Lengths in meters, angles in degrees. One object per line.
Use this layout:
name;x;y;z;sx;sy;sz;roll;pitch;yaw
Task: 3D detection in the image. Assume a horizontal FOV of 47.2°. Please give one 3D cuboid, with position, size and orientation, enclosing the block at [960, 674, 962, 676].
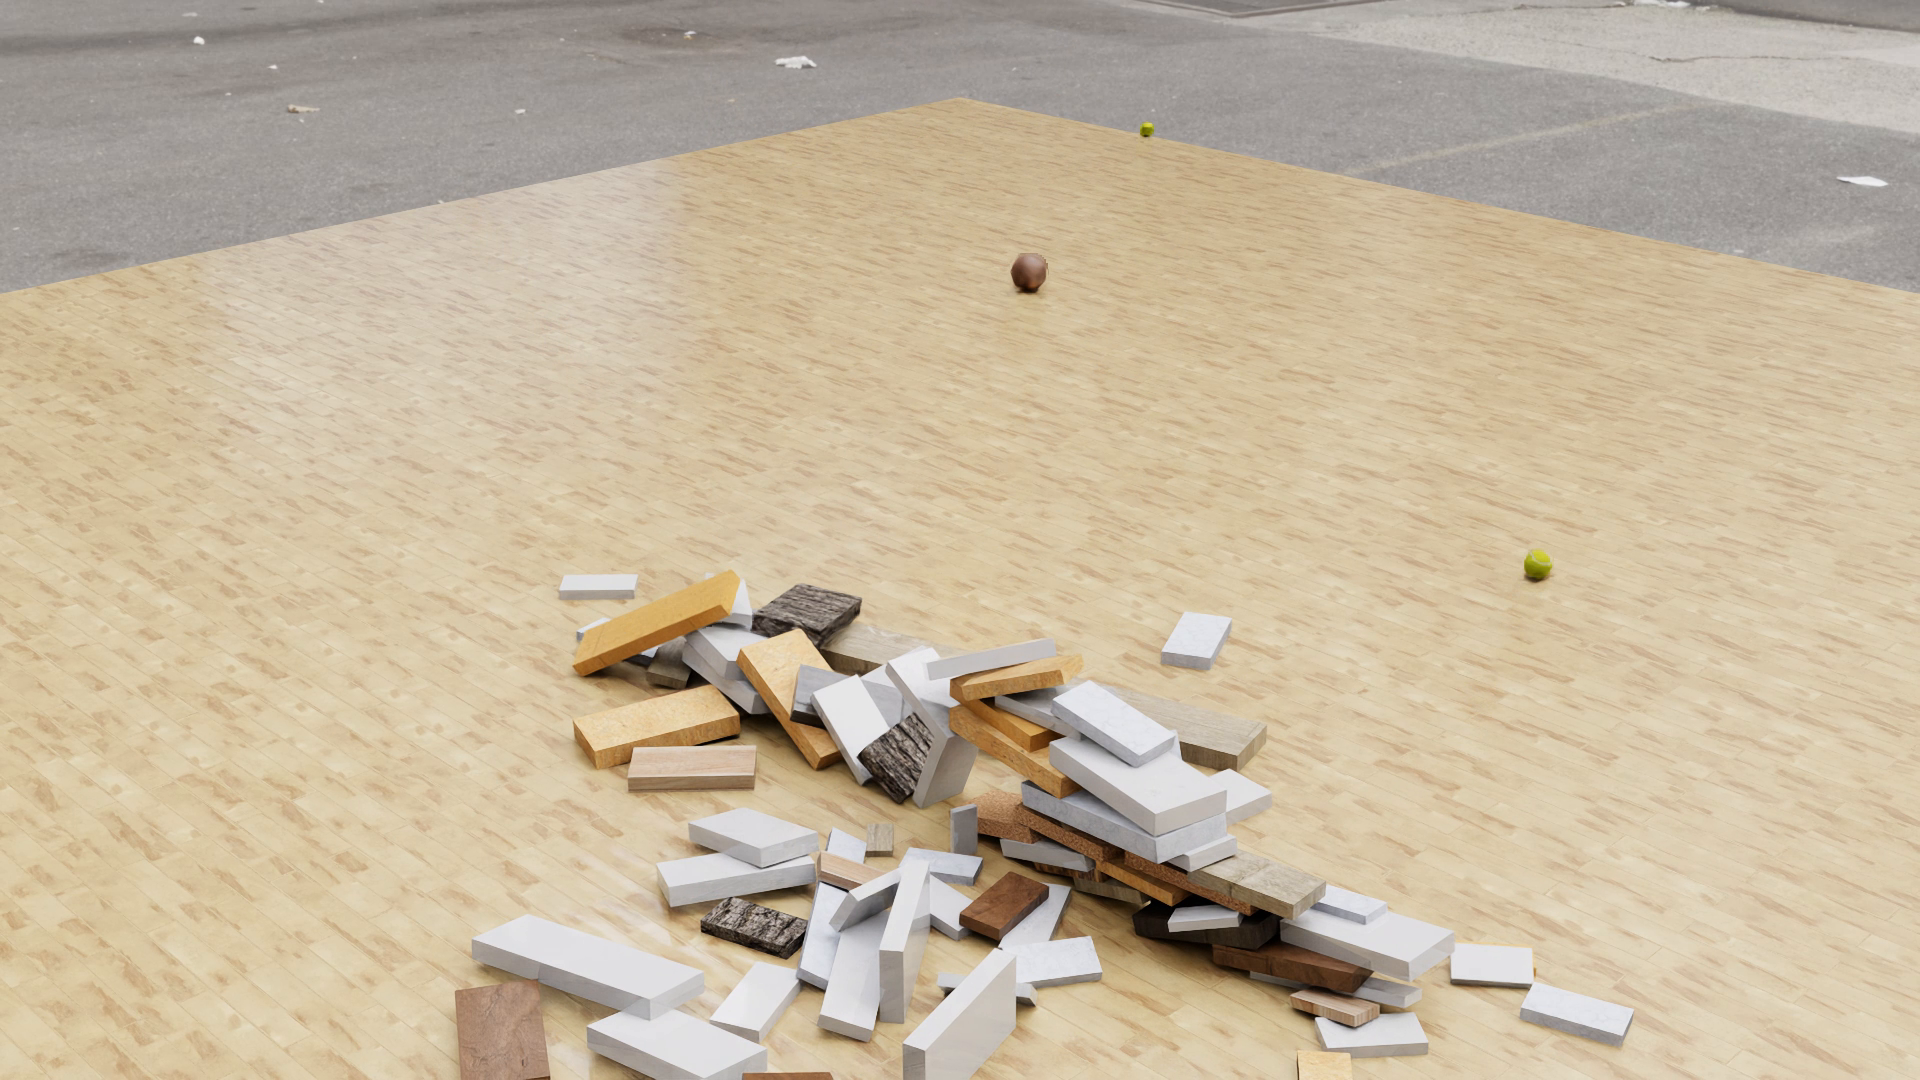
block;0.030;0.366;4.775;0.115;0.033;0.296;-46;39;-14

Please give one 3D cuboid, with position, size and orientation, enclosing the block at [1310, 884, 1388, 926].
block;0.688;0.649;3.912;0.064;0.018;0.129;-21;22;-41

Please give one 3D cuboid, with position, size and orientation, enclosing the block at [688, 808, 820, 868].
block;-0.402;0.575;4.268;0.131;0.037;0.263;-11;12;-37

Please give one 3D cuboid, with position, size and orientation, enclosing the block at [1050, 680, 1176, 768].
block;0.283;0.340;4.078;0.212;0.030;0.106;32;37;33

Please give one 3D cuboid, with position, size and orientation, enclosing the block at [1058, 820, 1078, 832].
block;0.210;0.518;4.164;0.052;0.015;0.103;-9;22;-11

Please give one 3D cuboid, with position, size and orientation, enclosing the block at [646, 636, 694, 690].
block;-0.650;0.271;5.031;0.092;0.026;0.184;15;31;0

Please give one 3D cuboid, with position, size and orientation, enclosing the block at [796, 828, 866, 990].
block;-0.236;0.681;4.089;0.074;0.021;0.484;27;22;-7

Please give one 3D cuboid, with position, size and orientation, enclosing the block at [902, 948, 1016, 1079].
block;0.002;0.819;3.641;0.042;0.148;0.308;12;26;27

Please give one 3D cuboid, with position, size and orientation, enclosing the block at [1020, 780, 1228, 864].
block;0.298;0.496;4.068;0.161;0.046;0.409;-16;18;-31

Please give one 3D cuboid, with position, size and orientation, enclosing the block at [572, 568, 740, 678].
block;-0.689;0.189;4.985;0.417;0.037;0.129;-22;31;23

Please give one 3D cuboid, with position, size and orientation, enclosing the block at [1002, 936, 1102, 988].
block;0.163;0.755;3.920;0.164;0.023;0.082;-5;42;-12

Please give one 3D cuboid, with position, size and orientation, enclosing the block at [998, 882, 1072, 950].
block;0.140;0.706;4.068;0.082;0.023;0.233;6;24;14

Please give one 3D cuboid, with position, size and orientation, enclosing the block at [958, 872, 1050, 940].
block;0.083;0.676;4.071;0.087;0.025;0.175;17;28;29

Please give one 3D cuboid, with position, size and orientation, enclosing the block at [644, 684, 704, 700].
block;-0.621;0.360;4.886;0.145;0.021;0.072;-12;26;-26

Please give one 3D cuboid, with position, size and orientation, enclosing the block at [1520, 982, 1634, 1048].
block;1.065;0.819;3.799;0.174;0.025;0.087;12;26;26

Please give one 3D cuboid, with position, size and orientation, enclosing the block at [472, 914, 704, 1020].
block;-0.659;0.749;3.875;0.424;0.040;0.139;10;16;33

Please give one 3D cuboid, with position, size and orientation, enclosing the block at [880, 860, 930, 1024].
block;-0.096;0.709;3.901;0.042;0.148;0.295;3;23;7

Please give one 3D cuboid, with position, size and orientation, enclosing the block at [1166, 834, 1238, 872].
block;0.392;0.542;4.006;0.109;0.031;0.219;-16;18;-30

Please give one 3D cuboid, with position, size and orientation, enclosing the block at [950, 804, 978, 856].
block;0.008;0.568;4.290;0.052;0.103;0.015;-12;26;-25

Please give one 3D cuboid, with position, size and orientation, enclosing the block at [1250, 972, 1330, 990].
block;0.595;0.769;3.922;0.140;0.020;0.070;9;24;20

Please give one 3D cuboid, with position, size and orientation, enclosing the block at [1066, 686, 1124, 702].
block;0.232;0.366;4.624;0.139;0.040;0.279;-39;8;-15

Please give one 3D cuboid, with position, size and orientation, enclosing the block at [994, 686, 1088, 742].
block;0.181;0.318;4.186;0.212;0.030;0.106;20;31;38

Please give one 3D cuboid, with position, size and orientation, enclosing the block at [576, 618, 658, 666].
block;-0.761;0.245;5.150;0.290;0.026;0.092;16;28;33

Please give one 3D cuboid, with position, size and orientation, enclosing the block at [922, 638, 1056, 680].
block;0.056;0.232;4.297;0.251;0.036;0.126;-11;-1;-5

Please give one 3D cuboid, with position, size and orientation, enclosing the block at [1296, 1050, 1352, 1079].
block;0.600;0.901;3.605;0.087;0.025;0.174;2;23;5

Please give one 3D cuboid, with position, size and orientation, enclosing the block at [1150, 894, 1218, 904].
block;0.460;0.646;4.041;0.223;0.018;0.064;-6;13;35

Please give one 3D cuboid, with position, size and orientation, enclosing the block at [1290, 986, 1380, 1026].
block;0.646;0.804;3.795;0.070;0.020;0.139;-10;12;-42

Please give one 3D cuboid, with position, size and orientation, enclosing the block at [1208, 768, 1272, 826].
block;0.497;0.539;4.445;0.251;0.036;0.126;-17;28;-34

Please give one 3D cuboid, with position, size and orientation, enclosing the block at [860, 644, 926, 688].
block;-0.156;0.320;4.871;0.230;0.033;0.115;-27;30;-12

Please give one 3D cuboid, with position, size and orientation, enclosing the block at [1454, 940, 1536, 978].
block;0.960;0.754;3.959;0.142;0.020;0.071;3;23;7

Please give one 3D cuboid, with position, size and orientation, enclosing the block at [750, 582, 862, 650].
block;-0.352;0.174;5.099;0.161;0.046;0.322;13;15;12

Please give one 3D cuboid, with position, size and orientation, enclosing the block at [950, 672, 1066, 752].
block;0.108;0.322;4.261;0.129;0.037;0.258;-16;31;-33

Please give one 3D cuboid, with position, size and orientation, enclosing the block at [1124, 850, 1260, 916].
block;0.443;0.601;3.995;0.279;0.031;0.109;18;27;39

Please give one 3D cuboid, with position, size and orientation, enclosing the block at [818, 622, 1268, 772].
block;0.132;0.335;4.912;1.120;0.046;0.161;13;26;27

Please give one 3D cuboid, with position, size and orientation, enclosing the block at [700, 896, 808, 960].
block;-0.373;0.713;4.047;0.188;0.027;0.094;12;26;26

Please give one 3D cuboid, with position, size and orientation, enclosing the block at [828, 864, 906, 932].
block;-0.158;0.652;4.005;0.025;0.087;0.175;44;32;21

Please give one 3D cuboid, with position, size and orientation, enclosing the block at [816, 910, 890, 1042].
block;-0.178;0.759;3.903;0.094;0.027;0.363;18;24;-2

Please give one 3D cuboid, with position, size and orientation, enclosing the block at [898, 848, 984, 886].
block;-0.037;0.631;4.247;0.148;0.021;0.074;6;24;14

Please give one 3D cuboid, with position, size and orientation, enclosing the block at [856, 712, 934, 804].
block;-0.090;0.438;4.588;0.131;0.037;0.263;47;38;9

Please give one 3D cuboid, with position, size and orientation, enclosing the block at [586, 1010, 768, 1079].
block;-0.472;0.845;3.656;0.284;0.040;0.142;11;17;39

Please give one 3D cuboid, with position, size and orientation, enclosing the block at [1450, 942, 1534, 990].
block;0.945;0.757;3.911;0.142;0.020;0.071;3;51;7
